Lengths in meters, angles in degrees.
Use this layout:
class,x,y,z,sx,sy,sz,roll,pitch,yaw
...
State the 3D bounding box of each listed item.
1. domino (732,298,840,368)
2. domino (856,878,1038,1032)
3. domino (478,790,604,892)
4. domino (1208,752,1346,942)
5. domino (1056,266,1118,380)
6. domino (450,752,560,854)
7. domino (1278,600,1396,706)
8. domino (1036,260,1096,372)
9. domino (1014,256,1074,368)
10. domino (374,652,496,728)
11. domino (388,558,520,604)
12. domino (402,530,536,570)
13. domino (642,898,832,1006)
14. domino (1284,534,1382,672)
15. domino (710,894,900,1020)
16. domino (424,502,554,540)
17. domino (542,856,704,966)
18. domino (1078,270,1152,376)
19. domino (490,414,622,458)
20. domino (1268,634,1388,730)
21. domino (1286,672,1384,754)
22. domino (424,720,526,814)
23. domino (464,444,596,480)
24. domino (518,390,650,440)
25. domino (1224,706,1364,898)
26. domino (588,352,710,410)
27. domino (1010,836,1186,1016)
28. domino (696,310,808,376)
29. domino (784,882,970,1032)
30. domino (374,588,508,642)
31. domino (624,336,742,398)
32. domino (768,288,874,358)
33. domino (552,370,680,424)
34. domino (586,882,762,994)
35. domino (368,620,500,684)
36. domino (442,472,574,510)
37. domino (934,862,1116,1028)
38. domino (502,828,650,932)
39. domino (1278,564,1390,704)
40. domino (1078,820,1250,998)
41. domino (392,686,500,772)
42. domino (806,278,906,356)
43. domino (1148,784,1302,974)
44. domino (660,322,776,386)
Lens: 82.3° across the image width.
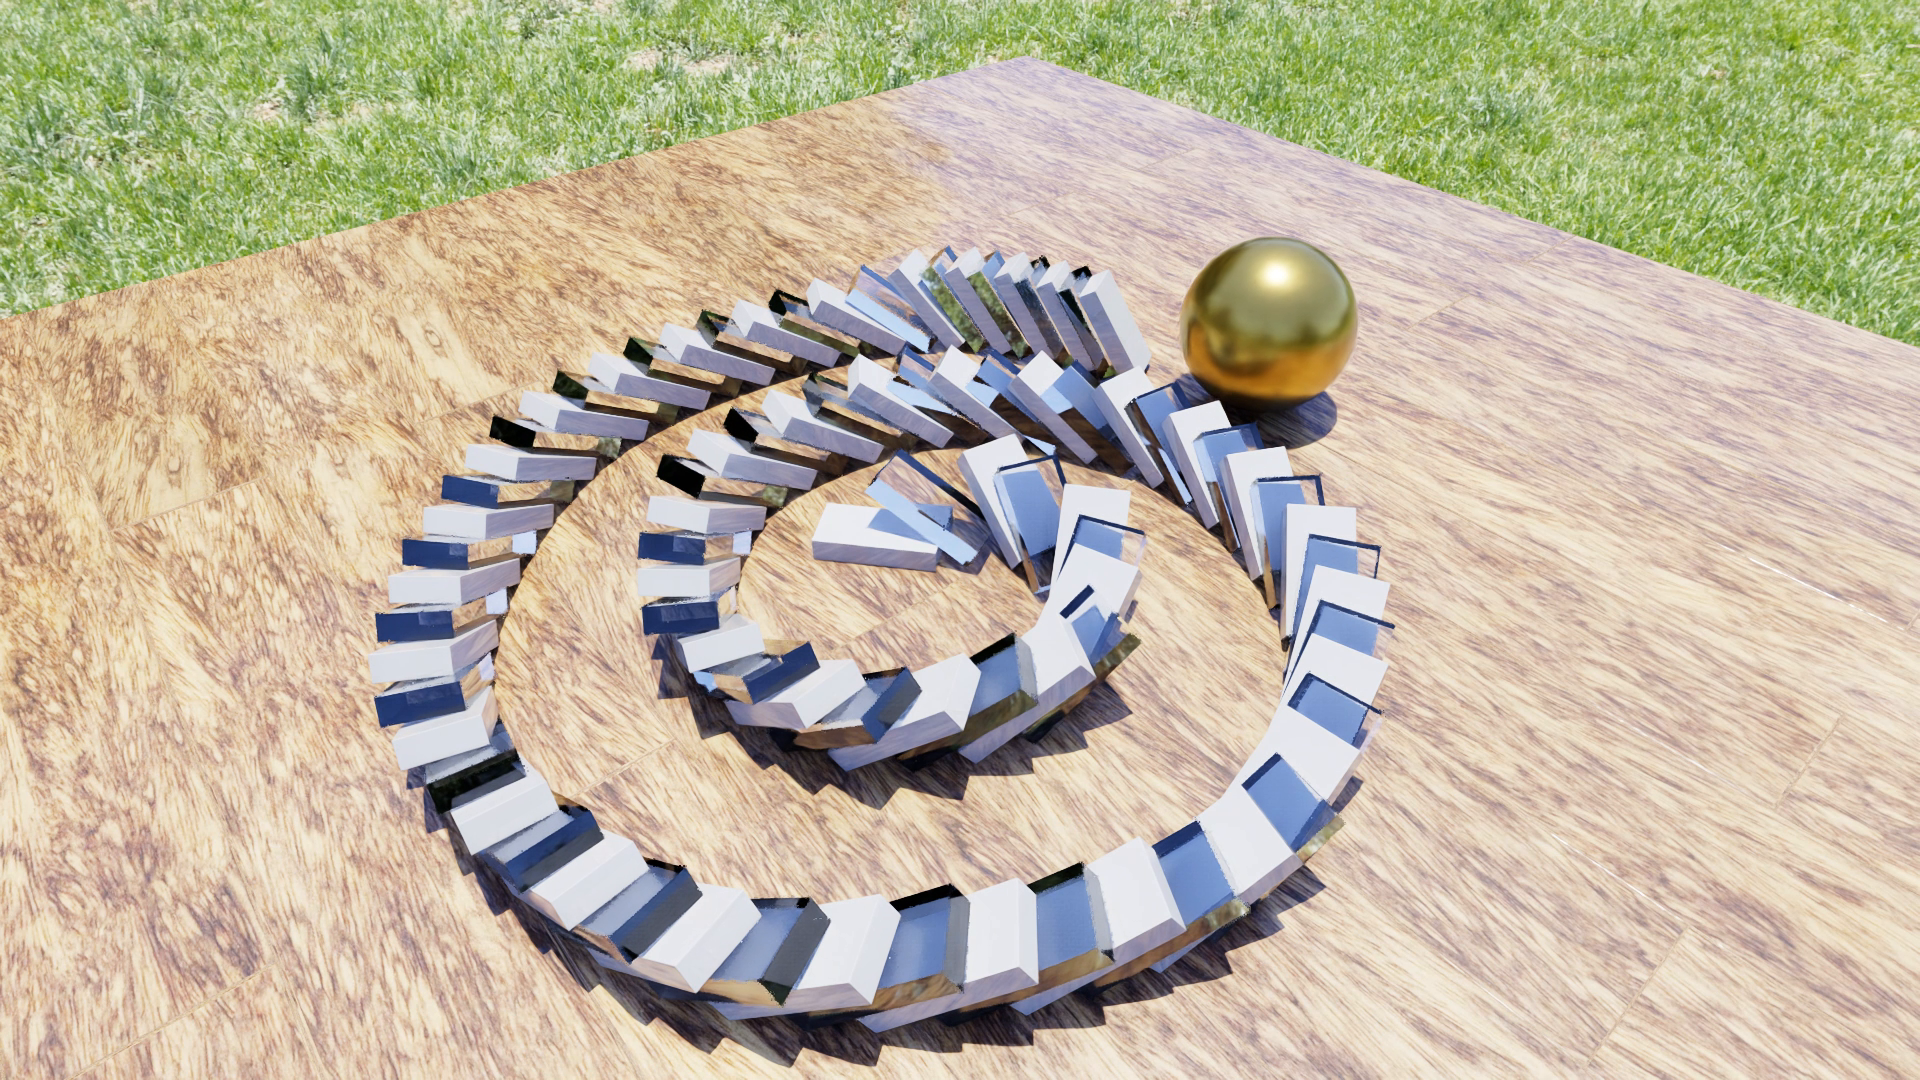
class,x,y,z,sx,sy,sz,roll,pitch,yaw
domino,-0.087,-0.103,0.549,0.050,0.010,0.025,14,27,-38
domino,-0.004,0.109,0.289,0.050,0.009,0.025,-26,34,22
domino,-0.124,0.085,0.319,0.025,0.010,0.050,-31,16,-32
domino,0.082,0.088,0.315,0.050,0.010,0.025,-44,48,2
domino,0.067,-0.107,0.545,0.009,0.050,0.025,-15,29,35
domino,-0.138,0.077,0.329,0.025,0.010,0.050,-26,13,-28
domino,0.123,0.048,0.365,0.025,0.010,0.050,20,77,22
domino,0.057,-0.111,0.549,0.009,0.050,0.025,-16,29,34
domino,0.047,-0.114,0.553,0.010,0.050,0.025,-16,29,34
domino,-0.172,0.049,0.363,0.025,0.010,0.050,-11,7,-12
domino,-0.185,0.015,0.405,0.025,0.009,0.050,0,6,1
domino,-0.186,0.003,0.420,0.025,0.009,0.050,5,7,6
domino,-0.060,0.108,0.291,0.050,0.009,0.025,-16,27,38
domino,0.133,0.025,0.392,0.025,0.010,0.050,11,75,12
domino,-0.041,0.110,0.289,0.050,0.009,0.025,-21,29,31
domino,-0.185,-0.009,0.434,0.025,0.009,0.050,6,7,7
domino,-0.094,0.099,0.302,0.050,0.010,0.025,-8,25,48
domino,0.077,-0.105,0.541,0.009,0.050,0.025,-15,29,35
domino,-0.175,-0.044,0.477,0.025,0.010,0.050,20,10,23
domino,0.115,0.058,0.352,0.025,0.010,0.050,23,78,26
domino,0.106,0.069,0.339,0.025,0.010,0.050,30,81,31
domino,-0.150,0.069,0.339,0.025,0.010,0.050,-22,11,-25
domino,-0.180,-0.033,0.463,0.025,0.010,0.050,14,8,17
domino,-0.167,-0.055,0.490,0.025,0.010,0.050,26,12,28
domino,0.095,0.078,0.328,0.025,0.010,0.050,33,84,34
domino,-0.145,-0.074,0.513,0.025,0.010,0.050,35,18,35
domino,0.033,0.104,0.296,0.050,0.009,0.025,-33,39,13
domino,-0.102,-0.097,0.542,0.050,0.009,0.025,12,26,-41
domino,-0.022,0.110,0.289,0.050,0.010,0.025,-24,33,24
domino,-0.183,0.026,0.391,0.025,0.009,0.050,-3,6,-3
domino,-0.131,-0.082,0.523,0.050,0.009,0.025,8,24,-48
domino,-0.070,-0.109,0.556,0.050,0.010,0.025,17,28,-34
domino,-0.156,-0.065,0.502,0.025,0.010,0.050,30,15,32
domino,-0.078,0.105,0.295,0.050,0.009,0.025,-11,25,45
domino,-0.179,0.038,0.377,0.025,0.009,0.050,-6,6,-6
domino,-0.183,-0.021,0.449,0.025,0.009,0.050,11,8,13
domino,0.015,0.107,0.292,0.050,0.010,0.025,-29,36,18
domino,-0.110,0.093,0.310,0.025,0.009,0.050,-35,17,-34
domino,0.129,0.036,0.378,0.025,0.010,0.050,15,76,17
domino,0.050,0.101,0.300,0.050,0.009,0.025,-34,40,12
domino,-0.163,0.059,0.351,0.025,0.009,0.050,-16,8,-18
domino,-0.053,-0.114,0.561,0.050,0.010,0.025,22,29,-30
domino,0.067,0.094,0.307,0.050,0.009,0.025,-40,45,6
domino,-0.117,-0.090,0.533,0.050,0.010,0.025,10,25,-45
